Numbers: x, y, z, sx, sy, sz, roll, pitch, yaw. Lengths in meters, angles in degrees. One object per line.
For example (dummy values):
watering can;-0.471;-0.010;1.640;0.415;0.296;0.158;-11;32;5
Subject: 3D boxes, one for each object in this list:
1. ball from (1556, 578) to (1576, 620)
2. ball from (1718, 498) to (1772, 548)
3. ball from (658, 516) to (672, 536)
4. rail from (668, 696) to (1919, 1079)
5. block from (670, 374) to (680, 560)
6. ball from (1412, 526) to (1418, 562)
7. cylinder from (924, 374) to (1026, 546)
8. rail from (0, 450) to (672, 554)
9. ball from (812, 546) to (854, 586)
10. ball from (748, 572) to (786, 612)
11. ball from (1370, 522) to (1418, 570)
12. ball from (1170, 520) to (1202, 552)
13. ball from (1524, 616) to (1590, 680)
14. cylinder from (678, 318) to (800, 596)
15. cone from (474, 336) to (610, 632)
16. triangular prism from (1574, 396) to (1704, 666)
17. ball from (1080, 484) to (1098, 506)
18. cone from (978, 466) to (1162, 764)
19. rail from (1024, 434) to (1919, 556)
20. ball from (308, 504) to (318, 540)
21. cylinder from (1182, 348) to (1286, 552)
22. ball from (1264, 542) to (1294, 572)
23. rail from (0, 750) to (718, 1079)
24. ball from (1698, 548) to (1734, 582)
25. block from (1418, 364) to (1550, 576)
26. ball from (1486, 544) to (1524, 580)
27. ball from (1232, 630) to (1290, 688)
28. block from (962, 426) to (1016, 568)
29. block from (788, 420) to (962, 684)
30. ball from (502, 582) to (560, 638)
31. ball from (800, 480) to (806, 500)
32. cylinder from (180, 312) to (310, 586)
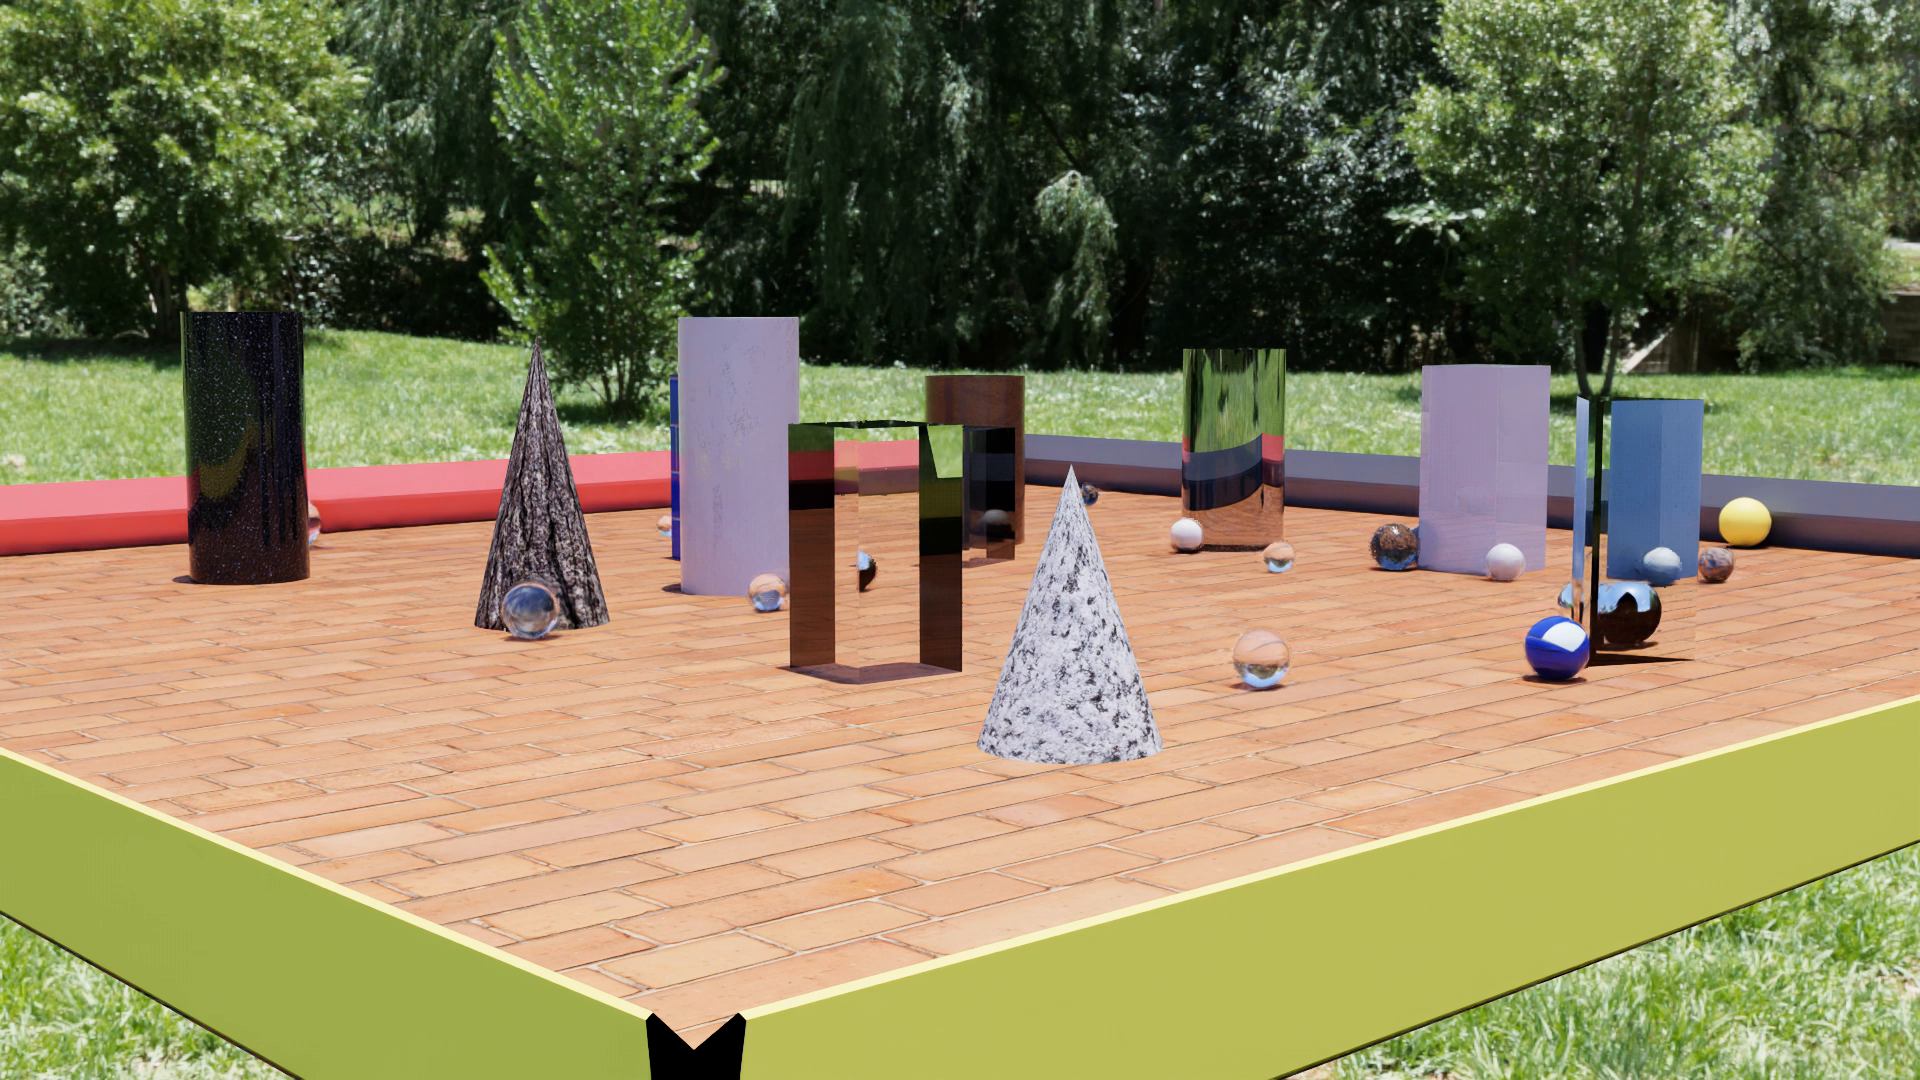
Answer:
ball;0.846;0.091;2.951;0.088;0.088;0.088;0;6;0
ball;1.464;-0.032;4.103;0.093;0.093;0.093;0;6;0
ball;-0.571;-0.027;4.301;0.041;0.041;0.041;0;6;0
rail;1.105;0.158;2.141;3.382;0.124;0.045;-6;8;-42
block;-0.408;-0.129;3.900;0.153;0.327;0.153;-4;7;-36
ball;0.816;0.007;3.842;0.069;0.069;0.069;0;6;0
cylinder;0.028;-0.153;4.188;0.191;0.316;0.191;0;6;0
rail;-1.105;-0.093;4.523;3.382;0.124;0.045;-6;8;-42
ball;-0.204;0.042;3.534;0.065;0.065;0.065;0;6;0
ball;-0.285;0.077;3.244;0.056;0.056;0.056;0;6;0
ball;0.740;0.011;3.752;0.081;0.081;0.081;0;6;0
ball;0.413;-0.007;4.020;0.061;0.061;0.061;0;6;0
ball;0.718;0.130;2.641;0.077;0.077;0.077;0;6;0
cylinder;-0.349;-0.136;3.481;0.191;0.430;0.191;0;6;0
cone;-0.595;-0.087;3.111;0.191;0.409;0.191;0;6;0
triangular prism;0.833;-0.016;2.819;0.165;0.331;0.143;-2;6;-19
ball;0.291;-0.102;4.984;0.047;0.047;0.047;0;6;0
cone;0.112;0.067;2.234;0.191;0.288;0.191;0;6;0
rail;1.225;-0.086;4.457;0.045;0.124;3.306;-6;8;-42
ball;-1.237;-0.032;4.089;0.085;0.085;0.085;0;6;0
cylinder;0.510;-0.171;4.100;0.191;0.370;0.191;0;6;0
ball;0.539;0.028;3.718;0.053;0.053;0.053;0;6;0
rail;-1.225;0.151;2.208;0.045;0.124;3.306;-6;8;-42
ball;1.233;0.040;3.586;0.056;0.056;0.056;0;6;0
block;0.893;-0.123;3.748;0.153;0.347;0.153;-6;8;-43
ball;0.893;0.036;3.605;0.061;0.061;0.061;0;6;0
ball;0.355;0.139;2.591;0.068;0.068;0.068;0;6;0
block;-0.008;-0.079;3.868;0.153;0.236;0.153;4;7;32
block;-0.104;0.010;2.699;0.153;0.304;0.153;-5;8;-37
ball;-0.581;0.095;2.975;0.077;0.077;0.077;0;6;0
ball;-0.385;-0.116;5.063;0.058;0.058;0.058;0;6;0
cylinder;-1.174;-0.155;3.616;0.191;0.439;0.191;0;6;0
